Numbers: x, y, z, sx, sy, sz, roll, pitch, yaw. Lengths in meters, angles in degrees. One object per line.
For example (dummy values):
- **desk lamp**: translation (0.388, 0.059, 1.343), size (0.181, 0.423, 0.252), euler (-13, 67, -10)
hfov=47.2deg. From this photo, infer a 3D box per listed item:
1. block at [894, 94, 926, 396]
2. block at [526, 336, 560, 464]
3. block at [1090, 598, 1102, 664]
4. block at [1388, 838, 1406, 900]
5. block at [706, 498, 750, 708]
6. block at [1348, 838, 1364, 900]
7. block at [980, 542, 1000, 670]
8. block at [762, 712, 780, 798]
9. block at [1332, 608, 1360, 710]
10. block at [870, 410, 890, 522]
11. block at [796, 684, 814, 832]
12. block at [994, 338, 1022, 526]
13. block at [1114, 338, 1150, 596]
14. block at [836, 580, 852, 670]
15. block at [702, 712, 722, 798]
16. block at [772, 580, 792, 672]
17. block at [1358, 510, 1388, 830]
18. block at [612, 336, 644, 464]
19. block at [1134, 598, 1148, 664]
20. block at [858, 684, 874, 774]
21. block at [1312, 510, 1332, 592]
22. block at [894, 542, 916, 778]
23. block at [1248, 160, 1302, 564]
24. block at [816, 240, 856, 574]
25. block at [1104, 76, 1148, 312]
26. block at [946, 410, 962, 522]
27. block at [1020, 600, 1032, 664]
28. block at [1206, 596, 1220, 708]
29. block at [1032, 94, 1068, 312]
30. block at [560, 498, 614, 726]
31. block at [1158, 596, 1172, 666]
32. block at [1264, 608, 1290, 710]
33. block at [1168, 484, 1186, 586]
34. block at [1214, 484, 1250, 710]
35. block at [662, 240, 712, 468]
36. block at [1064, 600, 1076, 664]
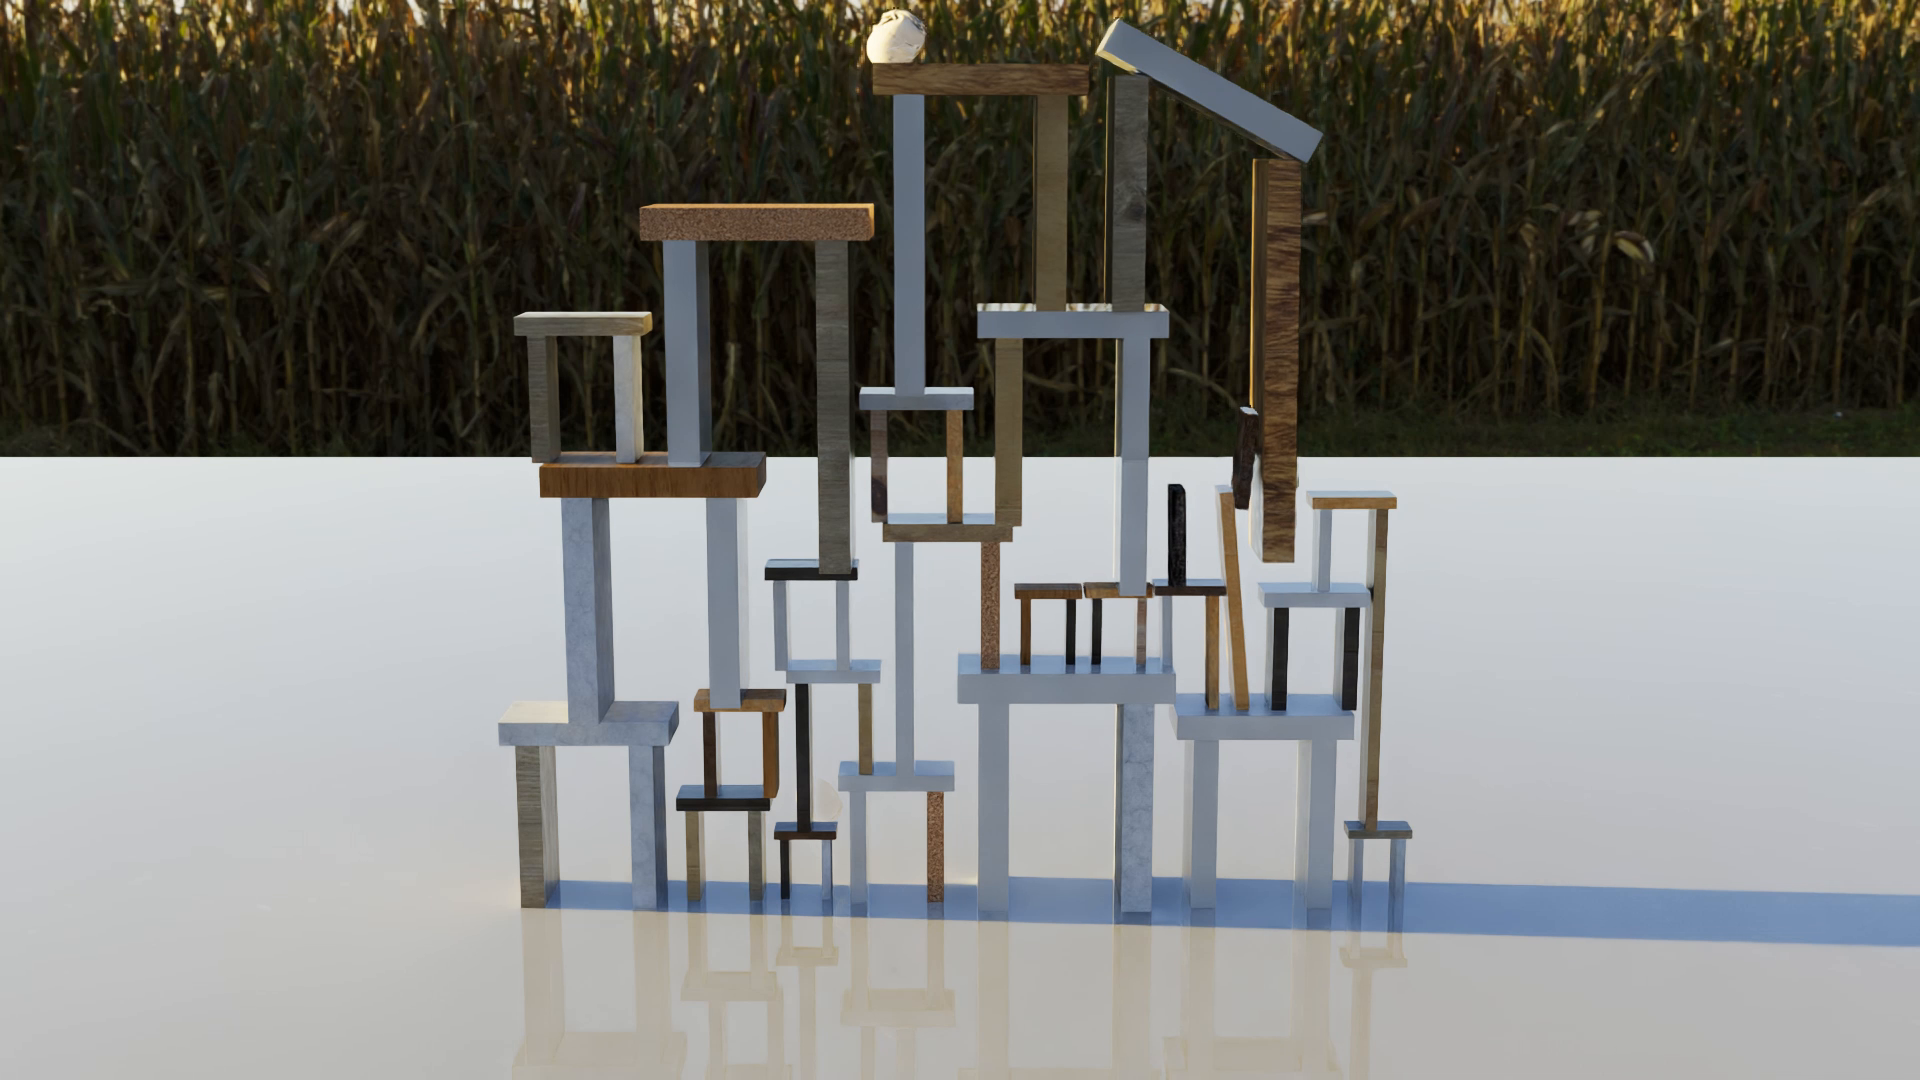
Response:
- **block**: translation (-0.079, -0.467, 3.476), size (0.047, 0.463, 0.165), euler (0, 11, 0)
- **block**: translation (-0.665, -0.230, 3.519), size (0.029, 0.203, 0.101), euler (0, 11, 0)
- **block**: translation (0.222, 0.143, 3.591), size (0.016, 0.110, 0.055), euler (0, 11, 0)
- **block**: translation (0.727, 0.539, 3.658), size (0.015, 0.104, 0.052), euler (0, 11, 0)
- **block**: translation (-0.376, 0.086, 3.572), size (0.048, 0.342, 0.171), euler (0, 10, 0)
- **block**: translation (0.658, 0.539, 3.658), size (0.015, 0.104, 0.052), euler (0, 11, 0)
- **block**: translation (0.049, 0.096, 3.574), size (0.029, 0.208, 0.104), euler (0, 11, 0)
- **block**: translation (-0.312, 0.345, 3.627), size (0.021, 0.146, 0.073), euler (0, 10, 0)
- **block**: translation (0.632, 0.185, 3.598), size (0.024, 0.171, 0.086), euler (0, 11, 0)
- **block**: translation (-0.129, -0.125, 3.540), size (0.026, 0.181, 0.090), euler (0, 11, 0)
- **block**: translation (-0.257, 0.350, 3.628), size (0.022, 0.253, 0.076), euler (0, 11, 0)
- **block**: translation (0.076, -0.181, 3.523), size (0.042, 0.298, 0.149), euler (0, 11, 0)
- **block**: translation (0.275, -0.126, 3.534), size (0.042, 0.410, 0.149), euler (0, 11, 0)
- **block**: translation (-0.189, 0.132, 3.584), size (0.021, 0.149, 0.075), euler (0, 11, 0)
- **block**: translation (-0.409, 0.345, 3.627), size (0.021, 0.146, 0.073), euler (0, 10, 0)
- **block**: translation (-0.289, 0.132, 3.584), size (0.021, 0.149, 0.075), euler (0, 11, 0)
- **block**: translation (0.676, 0.208, 3.602), size (0.019, 0.537, 0.068), euler (0, 11, 0)
- **block**: translation (-0.530, -0.230, 3.520), size (0.029, 0.203, 0.101), euler (0, 11, 0)
- **block**: translation (0.294, 0.143, 3.591), size (0.016, 0.110, 0.055), euler (0, 10, 0)
- **block**: translation (-0.155, 0.301, 3.619), size (0.022, 0.153, 0.076), euler (0, 11, 0)
- **block**: translation (0.586, 0.011, 3.566), size (0.019, 0.135, 0.068), euler (0, 11, 0)
- **block**: translation (-0.089, 0.186, 3.591), size (0.029, 0.390, 0.104), euler (0, 11, 0)
- **block**: translation (0.500, -0.288, 3.508), size (0.051, 0.627, 0.179), euler (-1, 10, 0)
- **block**: translation (-0.198, -0.220, 3.517), size (0.050, 0.523, 0.176), euler (0, 11, 0)
- **block**: translation (0.261, -0.547, 3.462), size (0.051, 0.358, 0.179), euler (0, 11, 0)
- **block**: translation (-0.008, -0.125, 3.540), size (0.026, 0.181, 0.090), euler (0, 11, 0)
- **block**: translation (0.107, 0.144, 3.587), size (0.015, 0.109, 0.054), euler (0, 11, 0)
- **block**: translation (0.412, 0.177, 3.592), size (0.016, 0.188, 0.058), euler (-1, 11, 0)
- **block**: translation (0.142, -0.532, 3.464), size (0.047, 0.329, 0.165), euler (0, 11, 0)
- **block**: translation (-0.603, 0.100, 3.575), size (0.048, 0.371, 0.171), euler (0, 11, 0)
- **block**: translation (0.335, 0.141, 3.585), size (0.016, 0.115, 0.058), euler (-2, 11, 0)
- **block**: translation (0.518, 0.185, 3.598), size (0.024, 0.171, 0.086), euler (0, 11, 0)
- **block**: translation (0.351, -0.008, 3.559), size (0.022, 0.155, 0.077), euler (-1, 11, 0)
- **block**: translation (0.443, 0.093, 3.578), size (0.022, 0.359, 0.077), euler (-5, 10, 1)
- **block**: translation (-0.433, -0.304, 3.503), size (0.050, 0.353, 0.176), euler (0, 11, 0)
- **block**: translation (0.180, 0.144, 3.587), size (0.015, 0.109, 0.054), euler (0, 11, 0)
